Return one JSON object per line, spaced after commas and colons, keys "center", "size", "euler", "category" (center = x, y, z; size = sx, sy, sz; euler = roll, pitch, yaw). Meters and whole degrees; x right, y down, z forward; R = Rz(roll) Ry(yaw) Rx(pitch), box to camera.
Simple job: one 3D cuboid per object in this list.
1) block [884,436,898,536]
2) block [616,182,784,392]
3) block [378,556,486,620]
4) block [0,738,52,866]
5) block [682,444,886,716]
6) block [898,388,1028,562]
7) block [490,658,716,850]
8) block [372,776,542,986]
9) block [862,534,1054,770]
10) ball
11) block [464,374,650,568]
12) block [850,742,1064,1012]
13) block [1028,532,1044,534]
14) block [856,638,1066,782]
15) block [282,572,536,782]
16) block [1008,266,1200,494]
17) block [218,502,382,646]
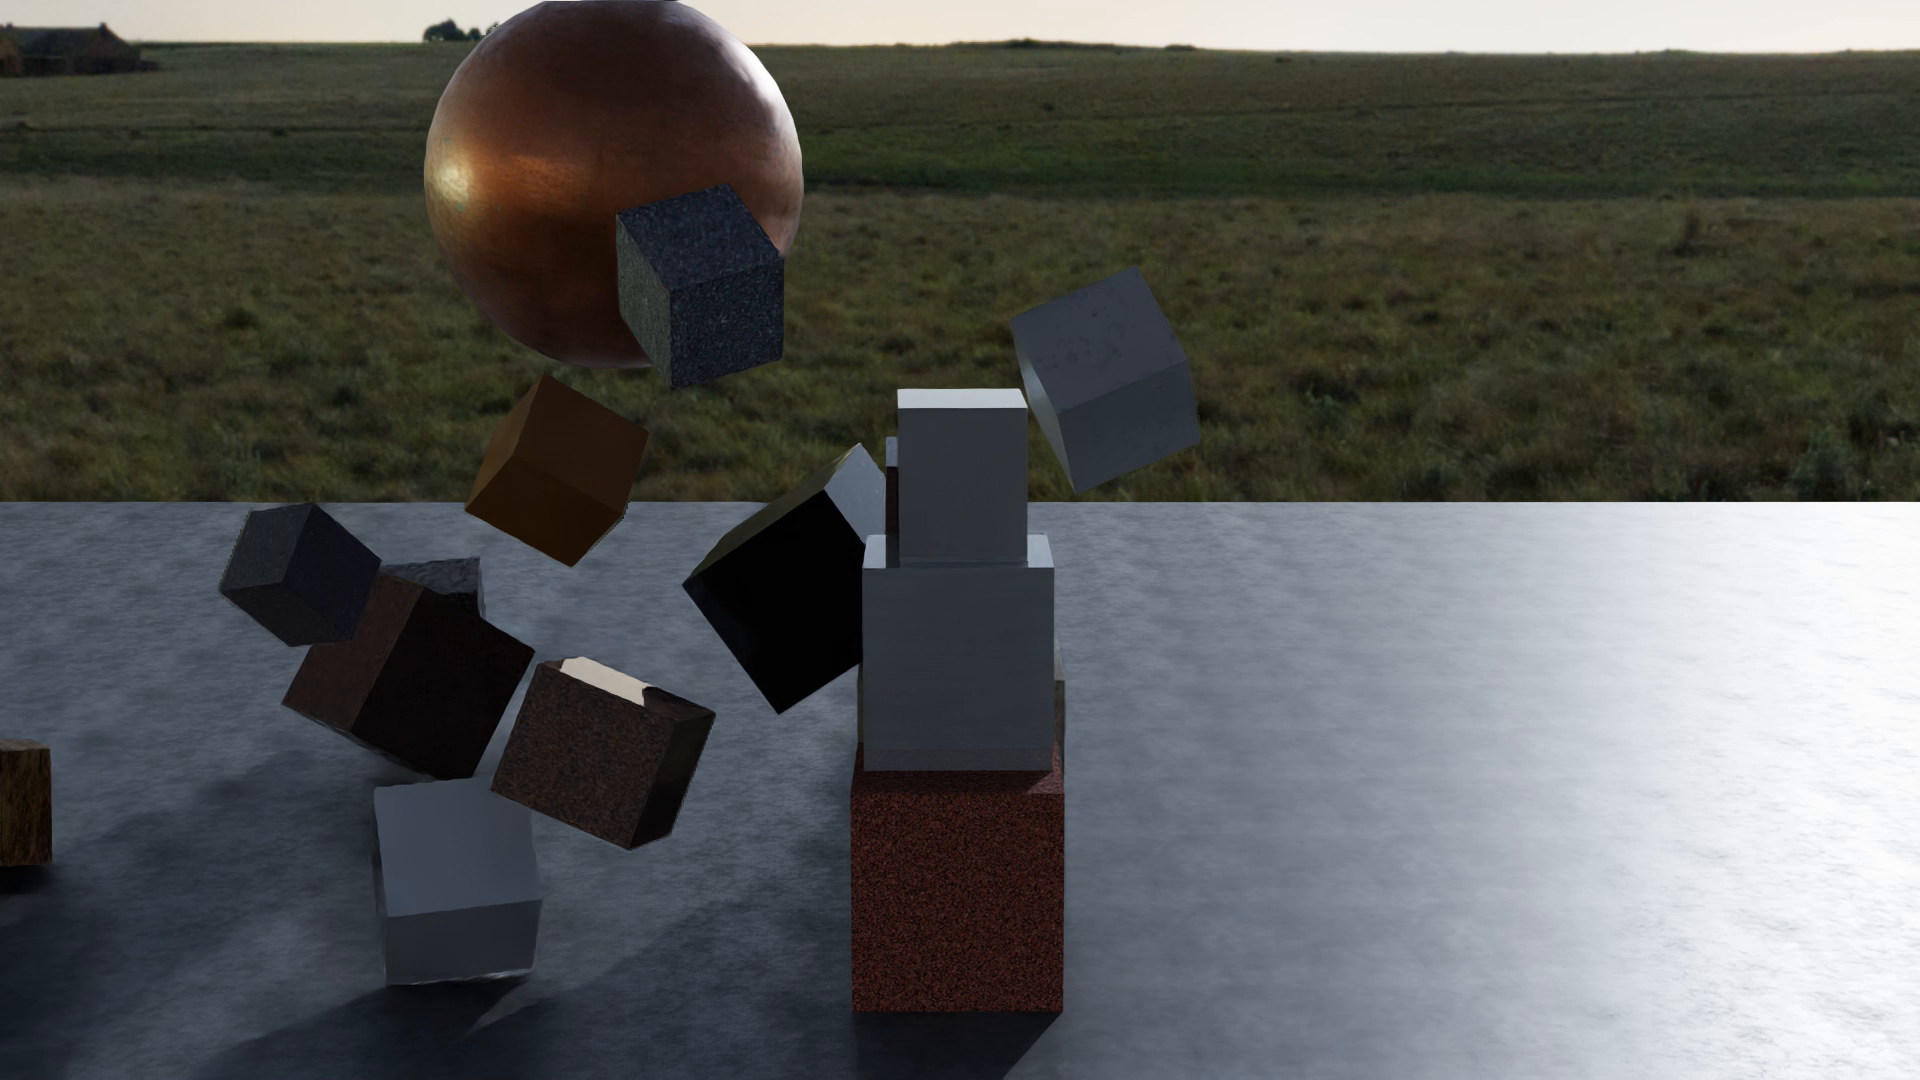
{"center": [-0.046, -0.137, 10.724], "size": [0.533, 0.474, 0.551], "euler": [1, 15, -2], "category": "block"}
{"center": [-0.940, -0.917, 9.277], "size": [0.442, 0.467, 0.480], "euler": [-18, 50, -22], "category": "block"}
{"center": [-2.890, 0.514, 13.772], "size": [0.668, 0.630, 0.653], "euler": [-6, 17, -8], "category": "block"}
{"center": [-4.369, 1.172, 11.414], "size": [0.531, 0.506, 0.534], "euler": [-1, 2, -30], "category": "block"}
{"center": [-0.634, 0.167, 11.627], "size": [0.807, 0.728, 0.766], "euler": [-33, 9, 18], "category": "block"}
{"center": [0.003, -0.262, 10.101], "size": [0.493, 0.597, 0.596], "euler": [0, 10, -2], "category": "block"}
{"center": [-1.336, 0.793, 9.657], "size": [0.570, 0.509, 0.542], "euler": [22, 3, 9], "category": "block"}
{"center": [-1.959, 1.316, 9.940], "size": [0.568, 0.535, 0.657], "euler": [-5, -31, -16], "category": "block"}
{"center": [-0.009, 0.435, 10.167], "size": [0.730, 0.797, 0.703], "euler": [0, 10, 0], "category": "block"}
{"center": [-1.463, -1.525, 10.903], "size": [1.600, 1.600, 1.600], "euler": [0, 10, 0], "category": "ball"}
{"center": [-2.043, -0.351, 13.028], "size": [0.623, 0.573, 0.561], "euler": [30, -44, -20], "category": "block"}
{"center": [-0.010, 1.301, 10.019], "size": [0.800, 0.855, 0.741], "euler": [0, 10, 0], "category": "block"}
{"center": [-0.008, 0.322, 12.395], "size": [0.798, 0.694, 0.707], "euler": [0, 3, 4], "category": "block"}
{"center": [0.003, 0.990, 11.484], "size": [0.893, 0.943, 0.823], "euler": [0, 10, 0], "category": "block"}
{"center": [-2.729, 0.680, 12.712], "size": [0.640, 0.782, 0.757], "euler": [13, -17, 45], "category": "block"}
{"center": [0.542, -0.591, 9.533], "size": [0.514, 0.467, 0.561], "euler": [-23, -31, -3], "category": "block"}
{"center": [-2.731, 0.146, 10.638], "size": [0.355, 0.390, 0.444], "euler": [-7, -37, 30], "category": "block"}
